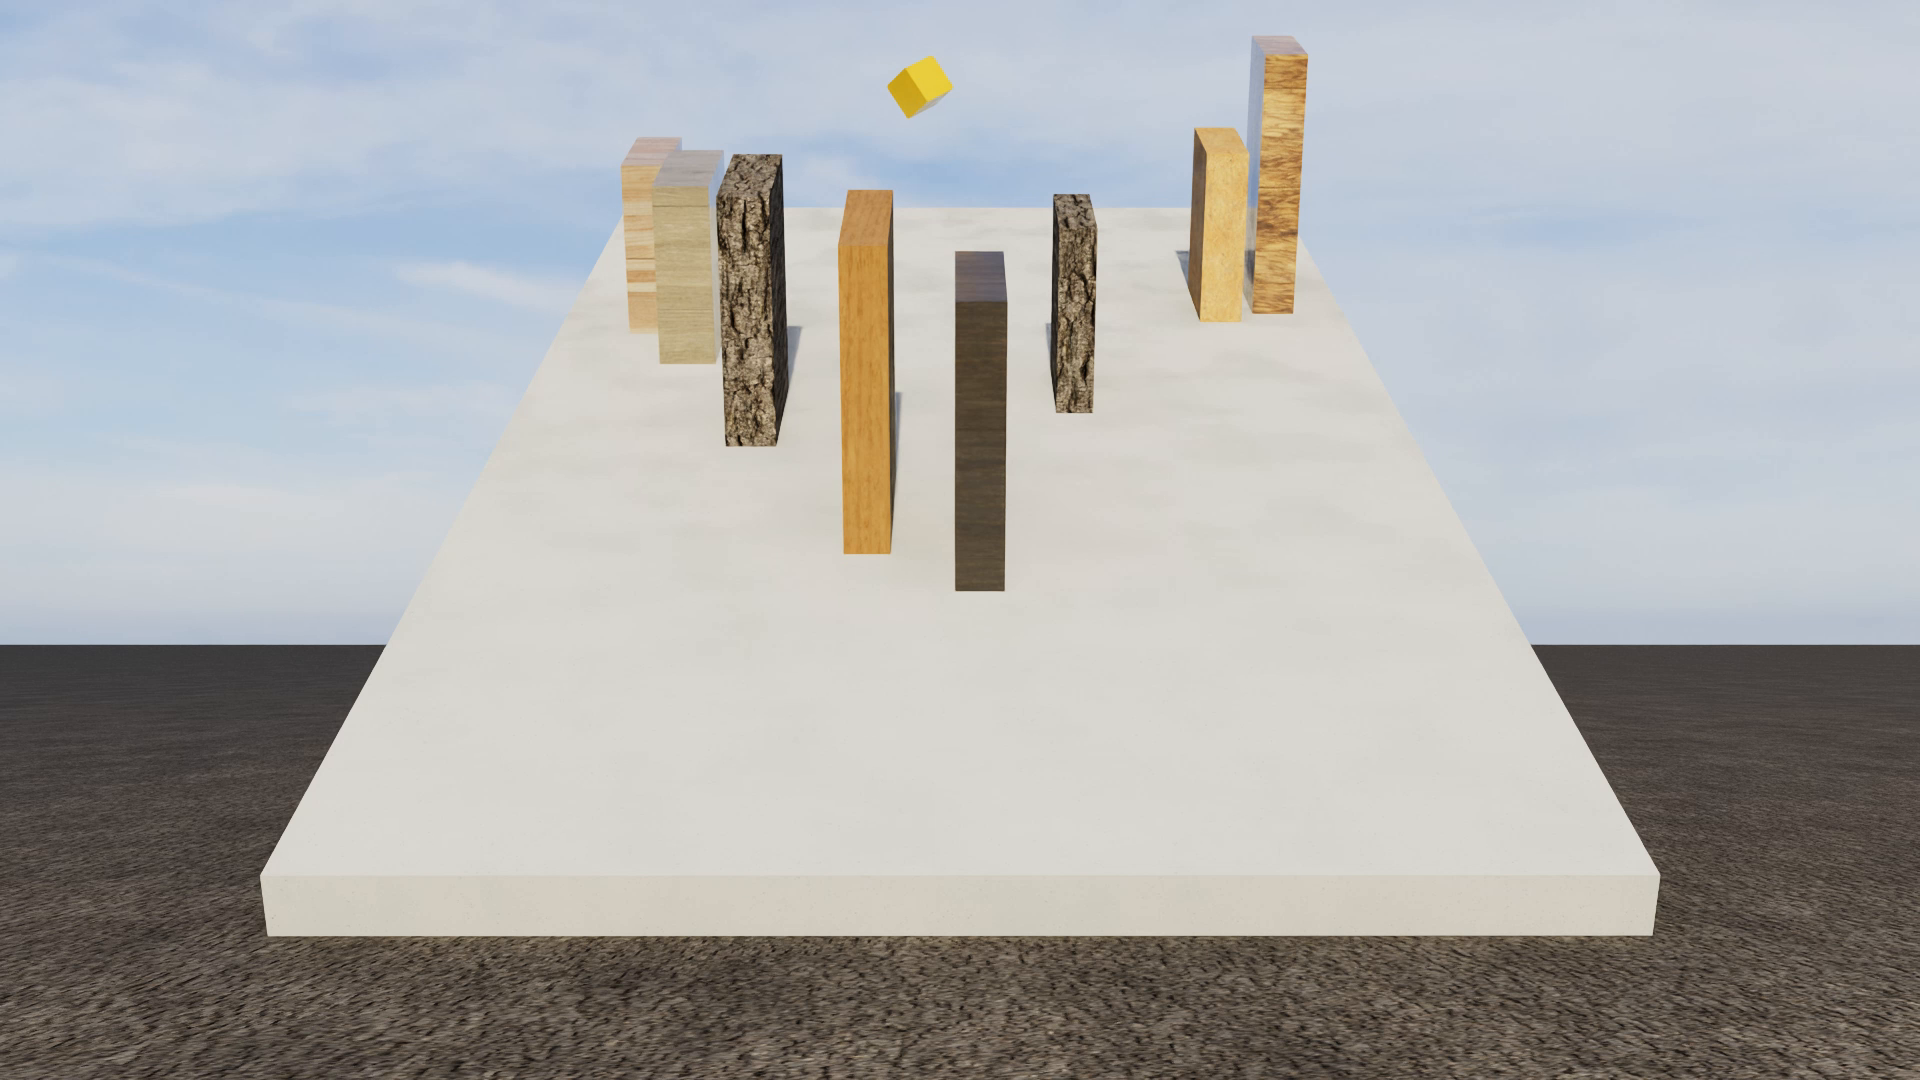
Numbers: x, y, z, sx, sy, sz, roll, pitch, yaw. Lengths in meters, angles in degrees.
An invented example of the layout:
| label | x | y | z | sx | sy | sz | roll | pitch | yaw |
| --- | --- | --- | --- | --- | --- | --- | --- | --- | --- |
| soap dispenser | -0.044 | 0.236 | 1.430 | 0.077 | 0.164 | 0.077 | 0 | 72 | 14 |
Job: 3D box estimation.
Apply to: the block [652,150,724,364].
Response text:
| label | x | y | z | sx | sy | sz | roll | pitch | yaw |
| --- | --- | --- | --- | --- | --- | --- | --- | --- | --- |
| block | -0.655 | -0.697 | 5.620 | 0.134 | 0.434 | 0.392 | 0 | 22 | 0 |

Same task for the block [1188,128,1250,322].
| label | x | y | z | sx | sy | sz | roll | pitch | yaw |
| --- | --- | --- | --- | --- | --- | --- | --- | --- | --- |
| block | 0.665 | -0.817 | 5.923 | 0.105 | 0.434 | 0.320 | 0 | 22 | 0 |

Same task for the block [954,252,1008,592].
| label | x | y | z | sx | sy | sz | roll | pitch | yaw |
| --- | --- | --- | --- | --- | --- | --- | --- | --- | --- |
| block | 0.037 | -0.226 | 4.292 | 0.092 | 0.553 | 0.349 | 0 | 22 | 0 |

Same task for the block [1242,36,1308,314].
| label | x | y | z | sx | sy | sz | roll | pitch | yaw |
| --- | --- | --- | --- | --- | --- | --- | --- | --- | --- |
| block | 0.808 | -0.944 | 5.931 | 0.106 | 0.665 | 0.279 | 0 | 22 | 0 |

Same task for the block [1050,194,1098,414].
| label | x | y | z | sx | sy | sz | roll | pitch | yaw |
| --- | --- | --- | --- | --- | --- | --- | --- | --- | --- |
| block | 0.259 | -0.545 | 5.254 | 0.084 | 0.426 | 0.324 | 0 | 22 | 0 |

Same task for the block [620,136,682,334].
| label | x | y | z | sx | sy | sz | roll | pitch | yaw |
| --- | --- | --- | --- | --- | --- | --- | --- | --- | --- |
| block | -0.772 | -0.777 | 5.827 | 0.113 | 0.426 | 0.333 | 0 | 22 | 0 |

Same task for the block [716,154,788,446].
| label | x | y | z | sx | sy | sz | roll | pitch | yaw |
| --- | --- | --- | --- | --- | --- | --- | --- | --- | --- |
| block | -0.453 | -0.534 | 5.060 | 0.110 | 0.549 | 0.412 | 0 | 22 | 0 |

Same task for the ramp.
| label | x | y | z | sx | sy | sz | roll | pitch | yaw |
| --- | --- | --- | --- | --- | --- | --- | --- | --- | --- |
| ramp | -0.006 | -0.220 | 5.152 | 2.000 | 0.100 | 4.000 | 0 | 22 | 0 |

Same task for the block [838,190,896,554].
| label | x | y | z | sx | sy | sz | roll | pitch | yaw |
| --- | --- | --- | --- | --- | --- | --- | --- | --- | --- |
| block | -0.178 | -0.337 | 4.494 | 0.090 | 0.606 | 0.443 | 0 | 22 | 0 |

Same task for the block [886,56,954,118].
| label | x | y | z | sx | sy | sz | roll | pitch | yaw |
| --- | --- | --- | --- | --- | --- | --- | --- | --- | --- |
| block | -0.115 | -1.306 | 6.614 | 0.114 | 0.114 | 0.114 | -35 | 3 | -35 |
